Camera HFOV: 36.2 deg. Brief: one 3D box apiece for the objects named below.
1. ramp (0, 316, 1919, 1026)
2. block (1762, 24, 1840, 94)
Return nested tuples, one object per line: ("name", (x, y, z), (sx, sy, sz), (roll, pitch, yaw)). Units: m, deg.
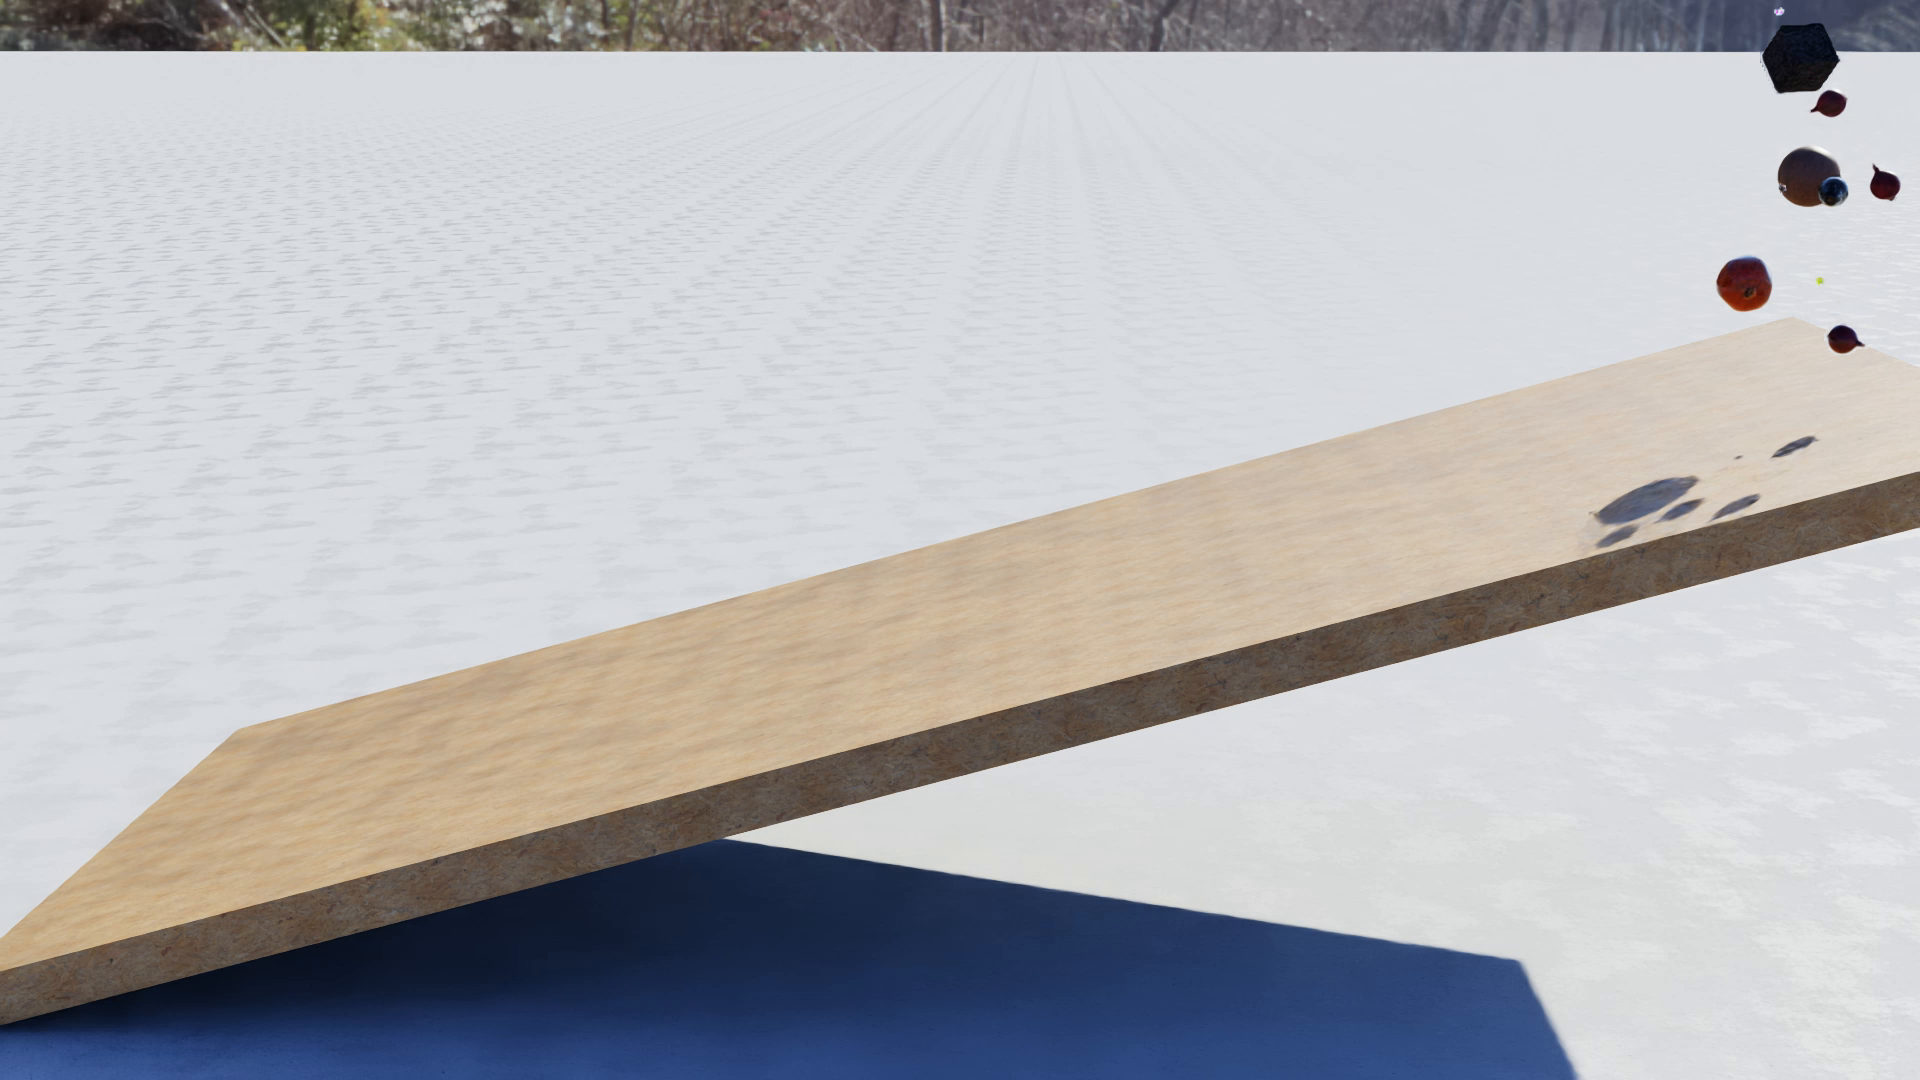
("ramp", (0.082, 0.190, 6.328), (4.000, 0.100, 2.000), (-15, 9, 4))
("block", (1.718, -0.985, 6.014), (0.097, 0.097, 0.097), (-6, -28, -16))
